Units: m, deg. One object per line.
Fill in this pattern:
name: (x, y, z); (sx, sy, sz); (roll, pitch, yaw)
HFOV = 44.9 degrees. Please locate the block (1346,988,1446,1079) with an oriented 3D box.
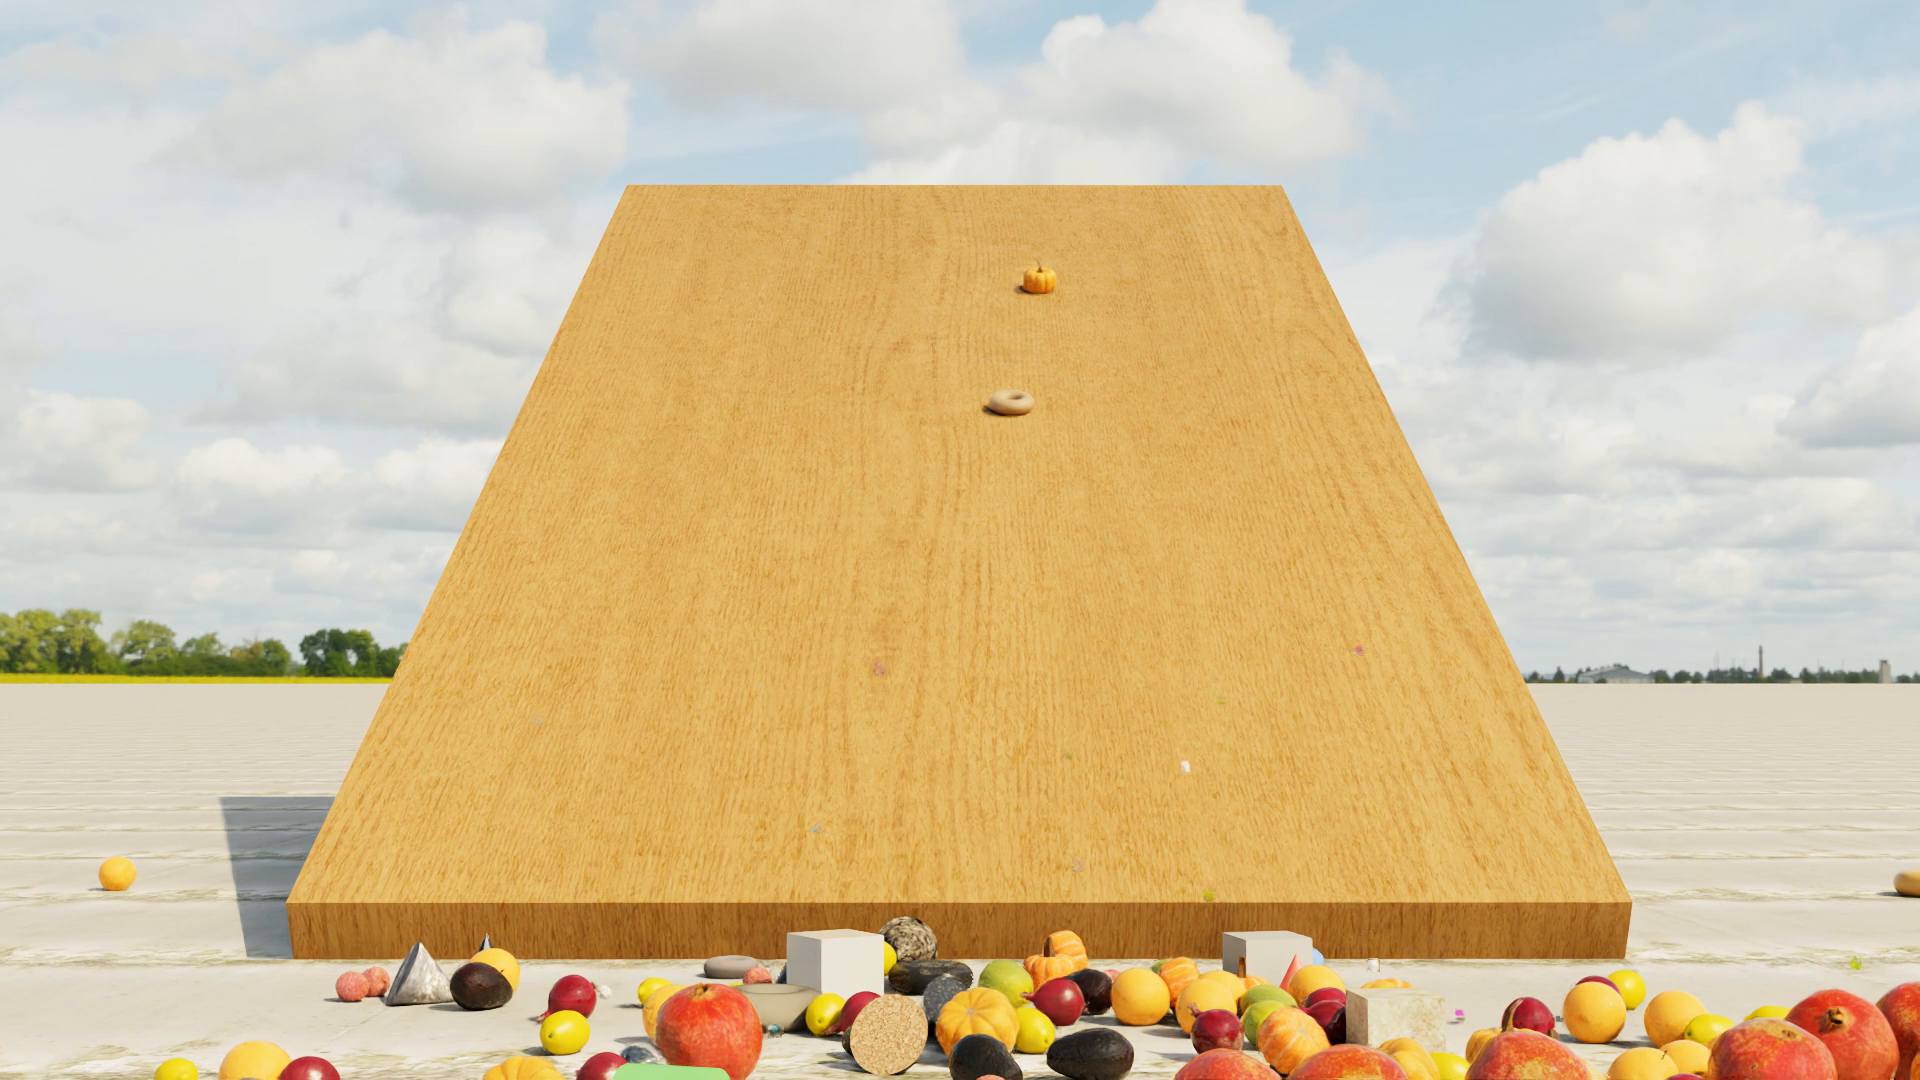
block: (0.467, 0.529, 2.494); (0.084, 0.084, 0.084); (0, -3, -7)

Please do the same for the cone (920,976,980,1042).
cone: (-0.034, 0.567, 2.737); (0.081, 0.081, 0.081); (3, -31, -43)

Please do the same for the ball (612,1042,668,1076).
ball: (-0.321, 0.534, 2.340); (0.056, 0.056, 0.056); (0, -3, 0)

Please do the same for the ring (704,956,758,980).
ring: (-0.324, 0.605, 3.292); (0.078, 0.026, 0.078); (-1, -2, 0)

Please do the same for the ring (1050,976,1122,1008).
ring: (0.163, 0.586, 3.017); (0.094, 0.031, 0.094); (1, -3, 0)

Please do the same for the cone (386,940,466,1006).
cone: (-0.683, 0.582, 3.025); (0.090, 0.090, 0.090); (29, -13, -17)

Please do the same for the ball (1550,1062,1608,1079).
ball: (0.584, 0.523, 2.189); (0.060, 0.060, 0.060); (0, -3, 0)

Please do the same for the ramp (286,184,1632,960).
ramp: (-0.008, -0.228, 5.301); (2.000, 0.100, 4.000); (0, 24, 0)

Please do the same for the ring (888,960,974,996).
ring: (-0.039, 0.590, 3.136); (0.116, 0.039, 0.116); (1, -4, 0)

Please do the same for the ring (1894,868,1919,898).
ring: (1.888, 0.665, 4.504); (0.150, 0.050, 0.150); (-1, -4, 0)

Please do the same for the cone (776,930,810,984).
cone: (-0.219, 0.583, 3.077); (0.097, 0.097, 0.097); (-30, 14, -32)

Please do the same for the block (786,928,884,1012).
block: (-0.161, 0.555, 2.999); (0.092, 0.092, 0.092); (2, -4, -33)

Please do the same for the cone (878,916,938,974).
cone: (-0.079, 0.568, 3.191); (0.090, 0.090, 0.090); (0, -1, 5)

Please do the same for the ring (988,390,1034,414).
ring: (0.118, -0.315, 5.333); (0.106, 0.035, 0.106); (1, 23, 0)

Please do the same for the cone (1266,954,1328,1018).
cone: (0.423, 0.558, 2.925); (0.077, 0.077, 0.077); (0, -3, 0)

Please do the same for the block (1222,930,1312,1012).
block: (0.397, 0.556, 3.004); (0.090, 0.090, 0.090); (1, -3, -13)

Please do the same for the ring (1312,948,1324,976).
ring: (0.459, 0.599, 3.305); (0.116, 0.039, 0.116); (0, -2, 0)

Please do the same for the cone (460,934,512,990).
cone: (-0.650, 0.576, 3.192); (0.072, 0.072, 0.072); (0, -3, 0)

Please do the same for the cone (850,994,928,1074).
cone: (-0.062, 0.553, 2.533); (0.089, 0.089, 0.089); (-1, -30, 22)

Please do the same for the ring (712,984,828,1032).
ring: (-0.230, 0.567, 2.821); (0.139, 0.046, 0.139); (1, -4, 0)
